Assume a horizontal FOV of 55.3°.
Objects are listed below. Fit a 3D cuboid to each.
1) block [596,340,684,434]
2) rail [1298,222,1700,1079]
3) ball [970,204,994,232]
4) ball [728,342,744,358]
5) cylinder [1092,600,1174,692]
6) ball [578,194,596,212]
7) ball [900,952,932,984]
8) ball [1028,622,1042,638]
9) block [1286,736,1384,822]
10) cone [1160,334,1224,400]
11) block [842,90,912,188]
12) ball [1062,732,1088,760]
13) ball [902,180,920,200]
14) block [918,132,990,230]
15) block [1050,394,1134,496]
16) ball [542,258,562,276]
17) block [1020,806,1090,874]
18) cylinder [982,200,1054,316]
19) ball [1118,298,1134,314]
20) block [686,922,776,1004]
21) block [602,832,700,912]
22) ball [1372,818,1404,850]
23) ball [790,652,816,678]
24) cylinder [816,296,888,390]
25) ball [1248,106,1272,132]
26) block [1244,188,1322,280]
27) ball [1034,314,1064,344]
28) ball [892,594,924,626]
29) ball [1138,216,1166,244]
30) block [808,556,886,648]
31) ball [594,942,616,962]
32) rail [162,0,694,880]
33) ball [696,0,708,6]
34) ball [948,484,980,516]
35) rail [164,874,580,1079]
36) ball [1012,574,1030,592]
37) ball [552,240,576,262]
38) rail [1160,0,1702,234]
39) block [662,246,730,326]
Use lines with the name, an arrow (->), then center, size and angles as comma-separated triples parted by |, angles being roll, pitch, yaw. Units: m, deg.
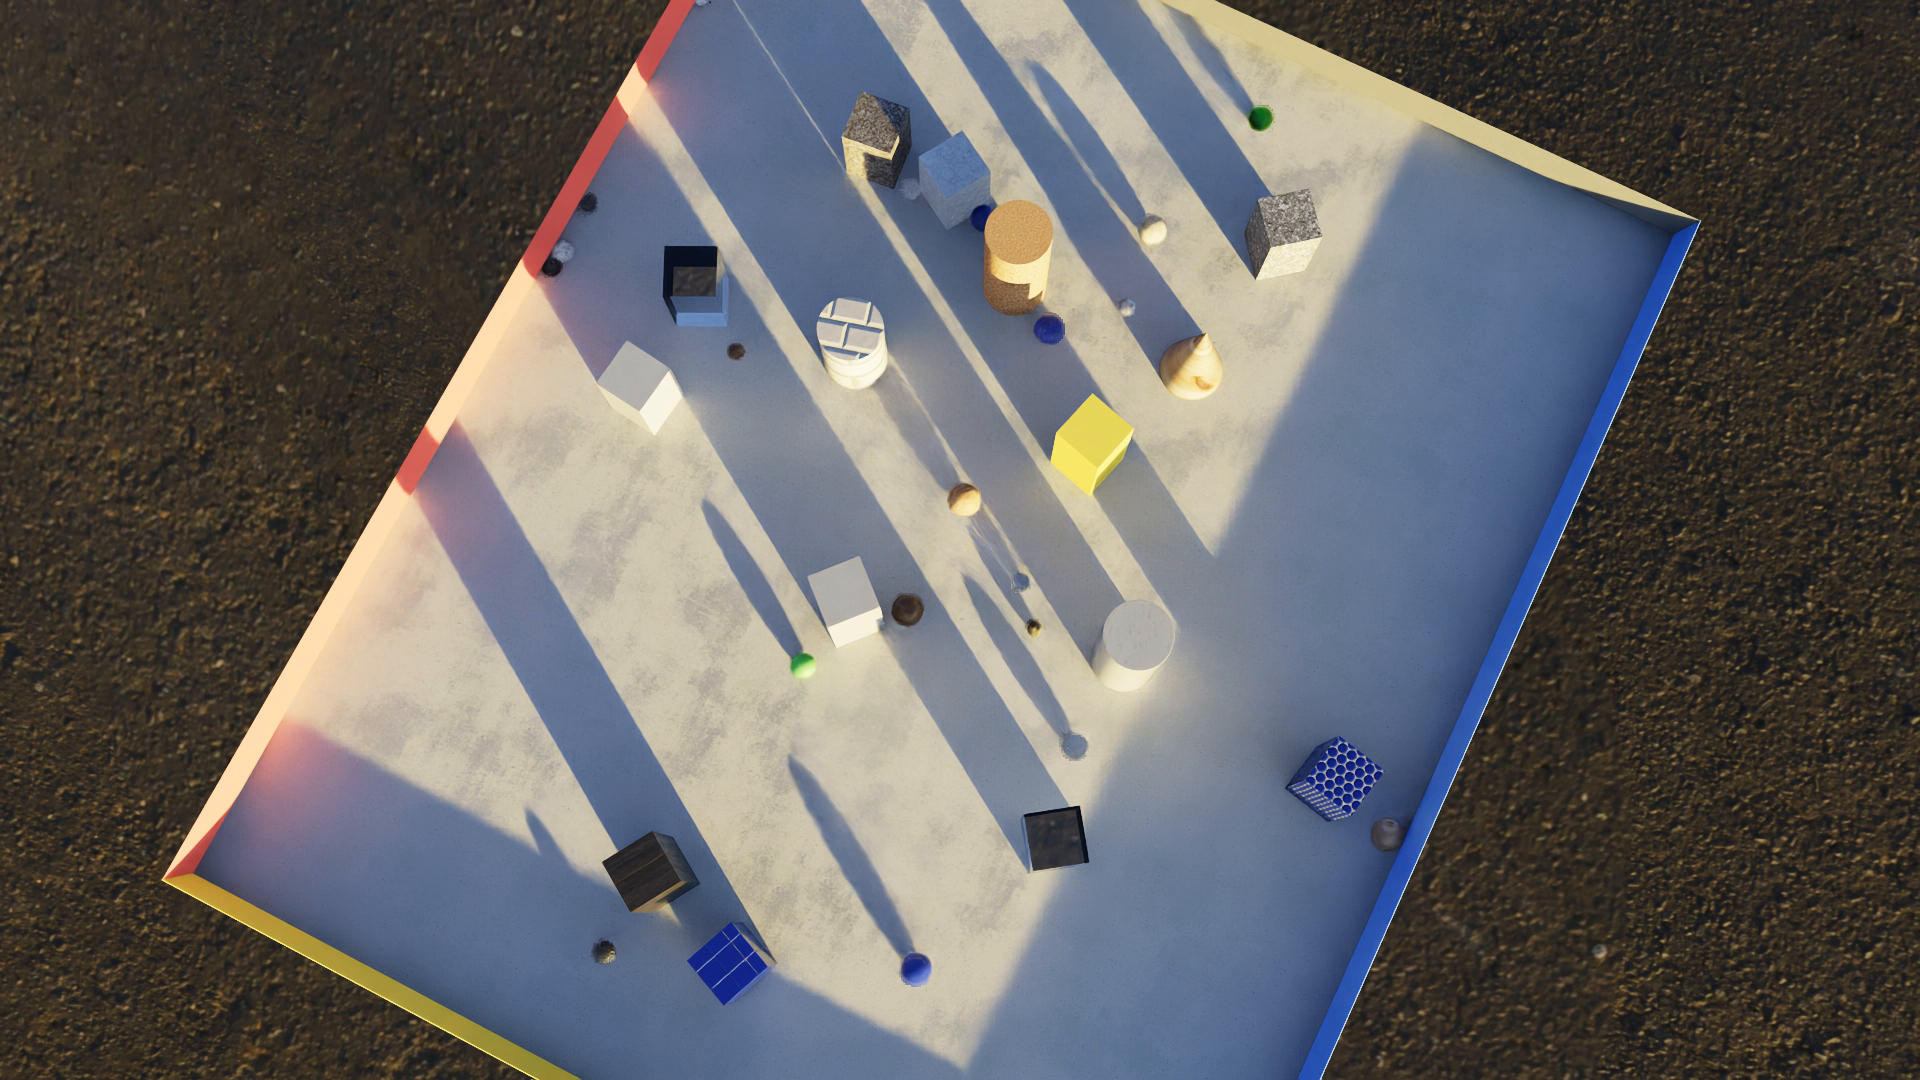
block -> -0.970, -0.460, 5.574 | 0.160, 0.270, 0.160 | 33, 80, 6
rail -> 1.417, 0.701, 5.404 | 0.045, 0.130, 3.859 | 26, 80, 5
ball -> 0.074, -1.015, 5.784 | 0.083, 0.083, 0.083 | 0, 78, 0
ball -> -0.696, -0.590, 5.714 | 0.049, 0.049, 0.049 | 0, 78, 0
cylinder -> 0.496, 0.311, 5.314 | 0.200, 0.467, 0.200 | 0, 78, 0
ball -> -1.182, -1.067, 5.809 | 0.056, 0.056, 0.056 | 0, 78, 0
ball -> -0.126, 1.243, 5.313 | 0.091, 0.091, 0.091 | 0, 78, 0
ball -> 0.226, 0.270, 5.537 | 0.047, 0.047, 0.047 | 0, 78, 0
block -> 1.080, 0.694, 5.304 | 0.160, 0.331, 0.160 | 38, 81, 7
cone -> 0.723, -0.570, 5.548 | 0.200, 0.366, 0.200 | 0, 78, 0
block -> -0.258, -1.248, 5.734 | 0.160, 0.277, 0.160 | 20, 79, 4
ball -> 0.342, 0.613, 5.450 | 0.077, 0.077, 0.077 | 0, 78, 0
ball -> -0.156, -1.111, 5.817 | 0.058, 0.058, 0.058 | 0, 78, 0
block -> -0.016, -1.118, 5.713 | 0.160, 0.265, 0.160 | -32, 80, -6
block -> 0.392, -0.281, 5.495 | 0.160, 0.353, 0.160 | 41, 81, 8
ball -> -1.284, -0.857, 5.764 | 0.059, 0.059, 0.059 | 0, 78, 0
block -> 0.270, 0.865, 5.278 | 0.160, 0.313, 0.160 | -9, 78, -2
cylinder -> 0.171, -0.849, 5.557 | 0.200, 0.460, 0.200 | 0, 78, 0
ball -> 0.522, -0.732, 5.742 | 0.052, 0.052, 0.052 | 0, 78, 0
block -> -0.646, 1.205, 5.224 | 0.160, 0.280, 0.160 | -41, 81, -8
block -> -0.876, 0.950, 5.224 | 0.160, 0.384, 0.160 | -31, 80, -6
ball -> 1.258, 0.865, 5.388 | 0.097, 0.097, 0.097 | 0, 78, 0
ball -> -0.469, 0.376, 5.499 | 0.077, 0.077, 0.077 | 0, 78, 0
cylinder -> -0.326, -0.598, 5.587 | 0.200, 0.300, 0.200 | 0, 78, 0
ball -> 0.960, -1.345, 5.855 | 0.078, 0.078, 0.078 | 0, 78, 0
block -> 0.995, -0.942, 5.665 | 0.160, 0.288, 0.160 | -12, 79, -2
ball -> 0.275, -0.655, 5.706 | 0.091, 0.091, 0.091 | 0, 78, 0
ball -> -0.159, 0.212, 5.523 | 0.097, 0.097, 0.097 | 0, 78, 0
ball -> 0.606, -0.977, 5.774 | 0.088, 0.088, 0.088 | 0, 78, 0
block -> -0.330, 0.185, 5.380 | 0.160, 0.388, 0.160 | -22, 79, -4
ball -> -1.034, 1.200, 5.336 | 0.062, 0.062, 0.062 | 0, 78, 0
rail -> -1.417, -0.687, 5.692 | 0.045, 0.130, 3.859 | 26, 80, 5
ball -> -0.839, -1.757, 5.959 | 0.042, 0.042, 0.042 | 0, 78, 0
ball -> 0.013, -0.123, 5.591 | 0.100, 0.100, 0.100 | 0, 78, 0
rail -> -0.852, 1.676, 5.202 | 3.216, 0.130, 0.045 | 26, 80, 5
ball -> 0.187, 0.128, 5.563 | 0.053, 0.053, 0.053 | 0, 78, 0
ball -> -1.247, -0.910, 5.769 | 0.071, 0.071, 0.071 | 0, 78, 0
rail -> 0.852, -1.662, 5.893 | 3.216, 0.130, 0.045 | 26, 80, 5
block -> -0.810, -0.778, 5.635 | 0.160, 0.280, 0.160 | 0, 78, 0
